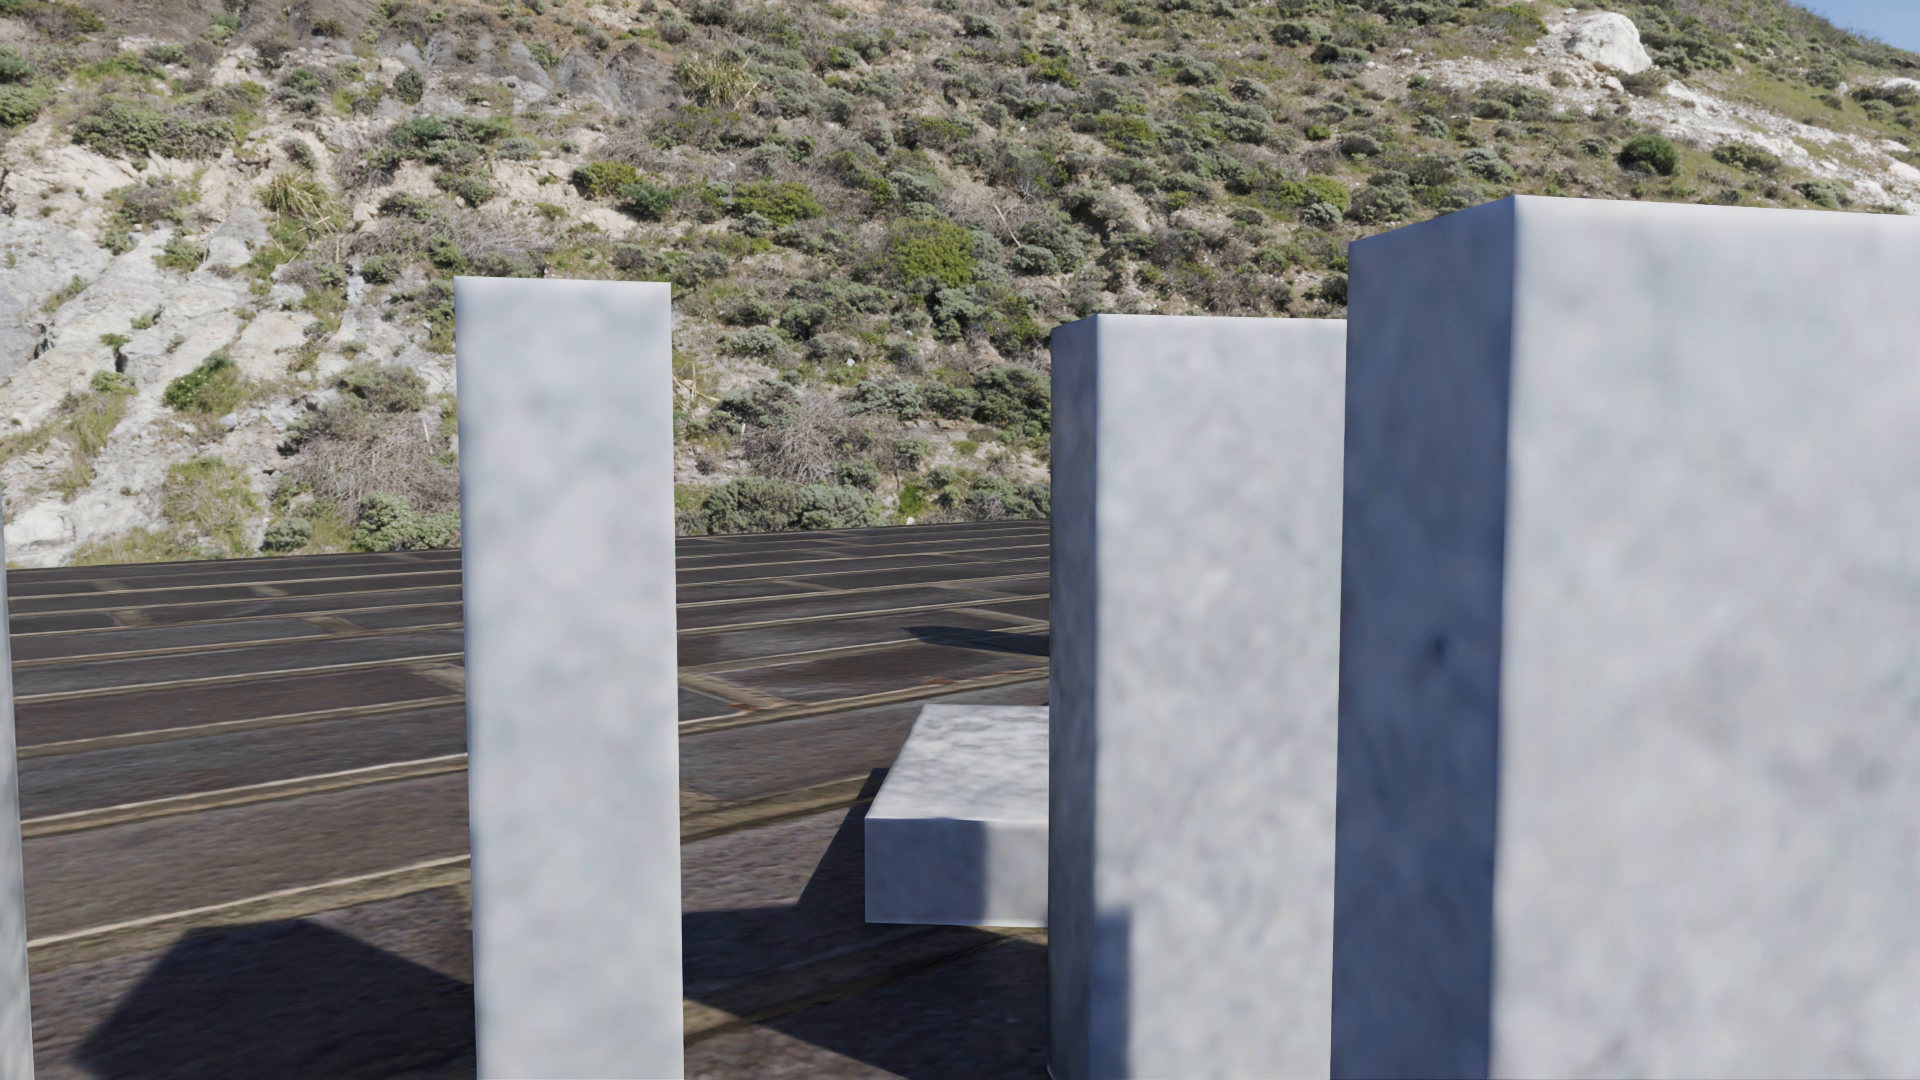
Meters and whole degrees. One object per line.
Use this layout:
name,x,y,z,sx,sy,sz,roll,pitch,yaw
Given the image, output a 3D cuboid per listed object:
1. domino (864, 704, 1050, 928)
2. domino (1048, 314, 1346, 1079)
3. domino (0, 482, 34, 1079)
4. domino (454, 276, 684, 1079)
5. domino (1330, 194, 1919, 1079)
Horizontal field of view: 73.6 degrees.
domino,0.006,0.028,0.138,0.025,0.009,0.050,0,4,4
domino,0.019,0.011,0.083,0.025,0.050,0.009,-1,4,-12
domino,-0.056,0.013,0.062,0.010,0.050,0.025,-1,5,-19
domino,-0.021,0.012,0.073,0.010,0.050,0.025,-1,4,-15
domino,0.028,0.014,0.048,0.025,0.050,0.009,-1,4,-14
